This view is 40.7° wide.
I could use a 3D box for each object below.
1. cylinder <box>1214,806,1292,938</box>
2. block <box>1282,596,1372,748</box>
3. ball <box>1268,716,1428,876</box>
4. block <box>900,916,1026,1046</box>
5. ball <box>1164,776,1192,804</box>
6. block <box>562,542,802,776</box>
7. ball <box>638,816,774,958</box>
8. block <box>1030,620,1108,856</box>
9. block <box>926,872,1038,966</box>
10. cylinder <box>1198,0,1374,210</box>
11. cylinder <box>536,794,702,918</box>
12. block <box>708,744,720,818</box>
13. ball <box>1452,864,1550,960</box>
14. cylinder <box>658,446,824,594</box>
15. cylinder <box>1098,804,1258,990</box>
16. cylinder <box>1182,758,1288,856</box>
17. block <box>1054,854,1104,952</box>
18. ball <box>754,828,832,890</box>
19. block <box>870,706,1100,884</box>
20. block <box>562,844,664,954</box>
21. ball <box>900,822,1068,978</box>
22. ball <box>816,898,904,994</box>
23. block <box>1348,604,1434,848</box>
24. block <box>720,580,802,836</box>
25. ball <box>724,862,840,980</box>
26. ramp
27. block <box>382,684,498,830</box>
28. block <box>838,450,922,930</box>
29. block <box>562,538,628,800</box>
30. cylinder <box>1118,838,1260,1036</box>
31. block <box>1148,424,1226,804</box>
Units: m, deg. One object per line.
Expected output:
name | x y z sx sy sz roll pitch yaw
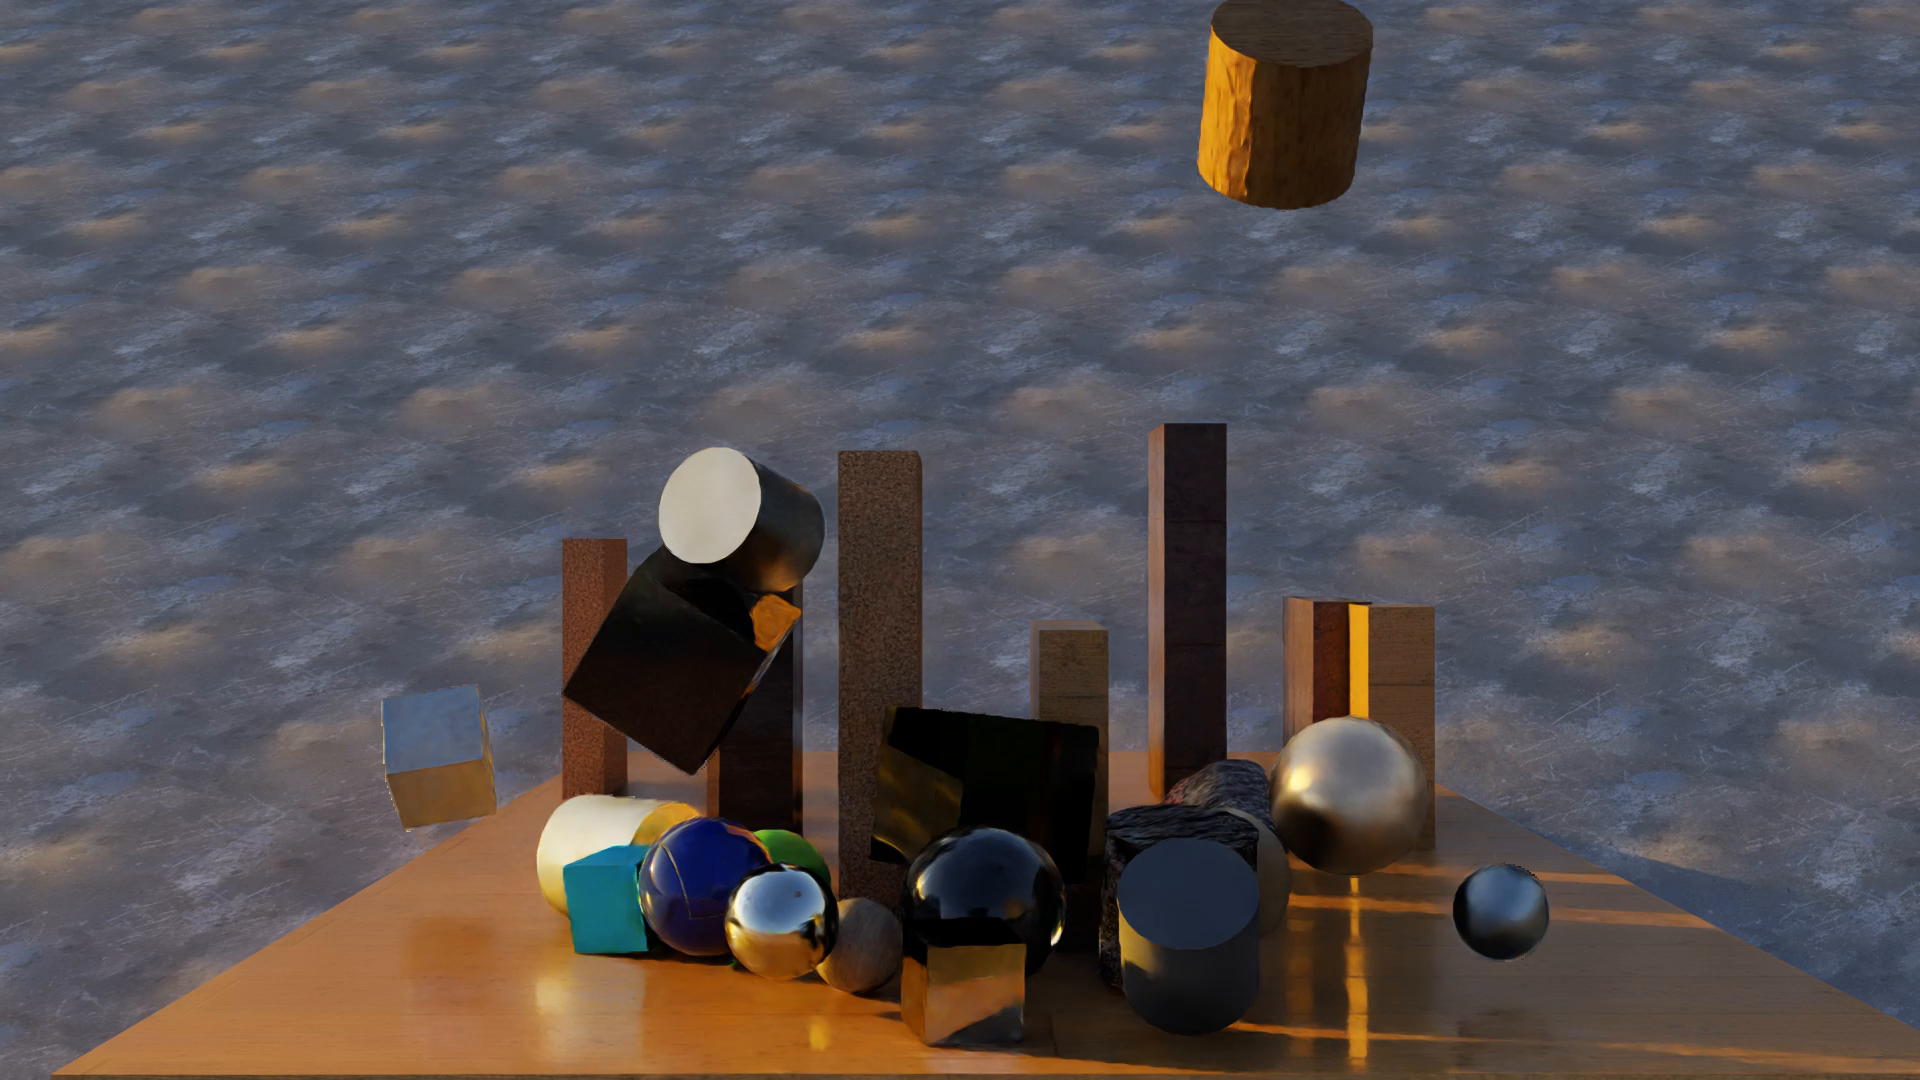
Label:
cylinder | 0.309 0.447 3.346 0.189 0.189 0.189 15 5 24
block | 0.710 0.330 5.024 0.110 0.430 0.446 0 0 0
ball | 0.491 0.324 3.280 0.202 0.202 0.202 0 30 0
block | 0.003 0.485 2.850 0.110 0.110 0.110 0 7 -15
ball | 0.425 0.485 4.659 0.119 0.119 0.119 0 30 0
block | -0.361 0.147 3.387 0.199 0.199 0.199 32 17 1
ball | -0.323 0.445 3.320 0.179 0.179 0.179 0 30 0
block | 0.156 0.335 3.756 0.095 0.423 0.441 0 0 0
block | 0.029 0.493 3.350 0.107 0.107 0.107 0 0 -28
cylinder | 0.330 -0.450 2.636 0.162 0.162 0.162 1 39 -1
cylinder | -0.470 0.455 3.655 0.179 0.179 0.179 0 24 39
block | -0.426 0.290 4.975 0.090 0.510 0.316 0 0 0
ball | 0.665 0.457 3.180 0.116 0.116 0.116 0 30 0
cylinder | -0.280 -0.023 3.329 0.155 0.155 0.155 22 -4 33
cylinder | 0.264 0.437 3.138 0.185 0.185 0.185 2 12 0
cylinder | 0.435 0.443 4.085 0.138 0.138 0.138 -5 46 -9
block | 0.174 0.488 3.478 0.115 0.115 0.115 1 0 0
ball | -0.252 0.467 3.471 0.159 0.159 0.159 0 30 0
block | 0.031 0.332 3.388 0.204 0.204 0.204 9 -5 -33
block | -0.439 0.476 3.438 0.117 0.117 0.117 -6 5 27
ball | 0.029 0.445 3.148 0.203 0.203 0.203 0 30 0
ball | -0.124 0.489 3.120 0.115 0.115 0.115 0 30 0
block | 0.780 0.331 4.705 0.117 0.426 0.271 0 0 0
block | -0.343 0.306 4.489 0.122 0.478 0.277 0 0 0
ball | -0.209 0.446 3.033 0.137 0.137 0.137 0 30 0
ramp | 0.067 0.595 4.651 2.000 0.100 4.000 0 0 0
block | -0.857 0.358 4.268 0.154 0.154 0.154 -9 49 -6
block | -0.110 0.213 3.675 0.106 0.665 0.447 0 0 0
block | -0.792 0.271 5.630 0.087 0.547 0.386 0 0 0
cylinder | 0.253 0.438 2.859 0.154 0.154 0.154 -3 43 3
block | 0.478 0.153 5.470 0.126 0.781 0.431 0 0 0
